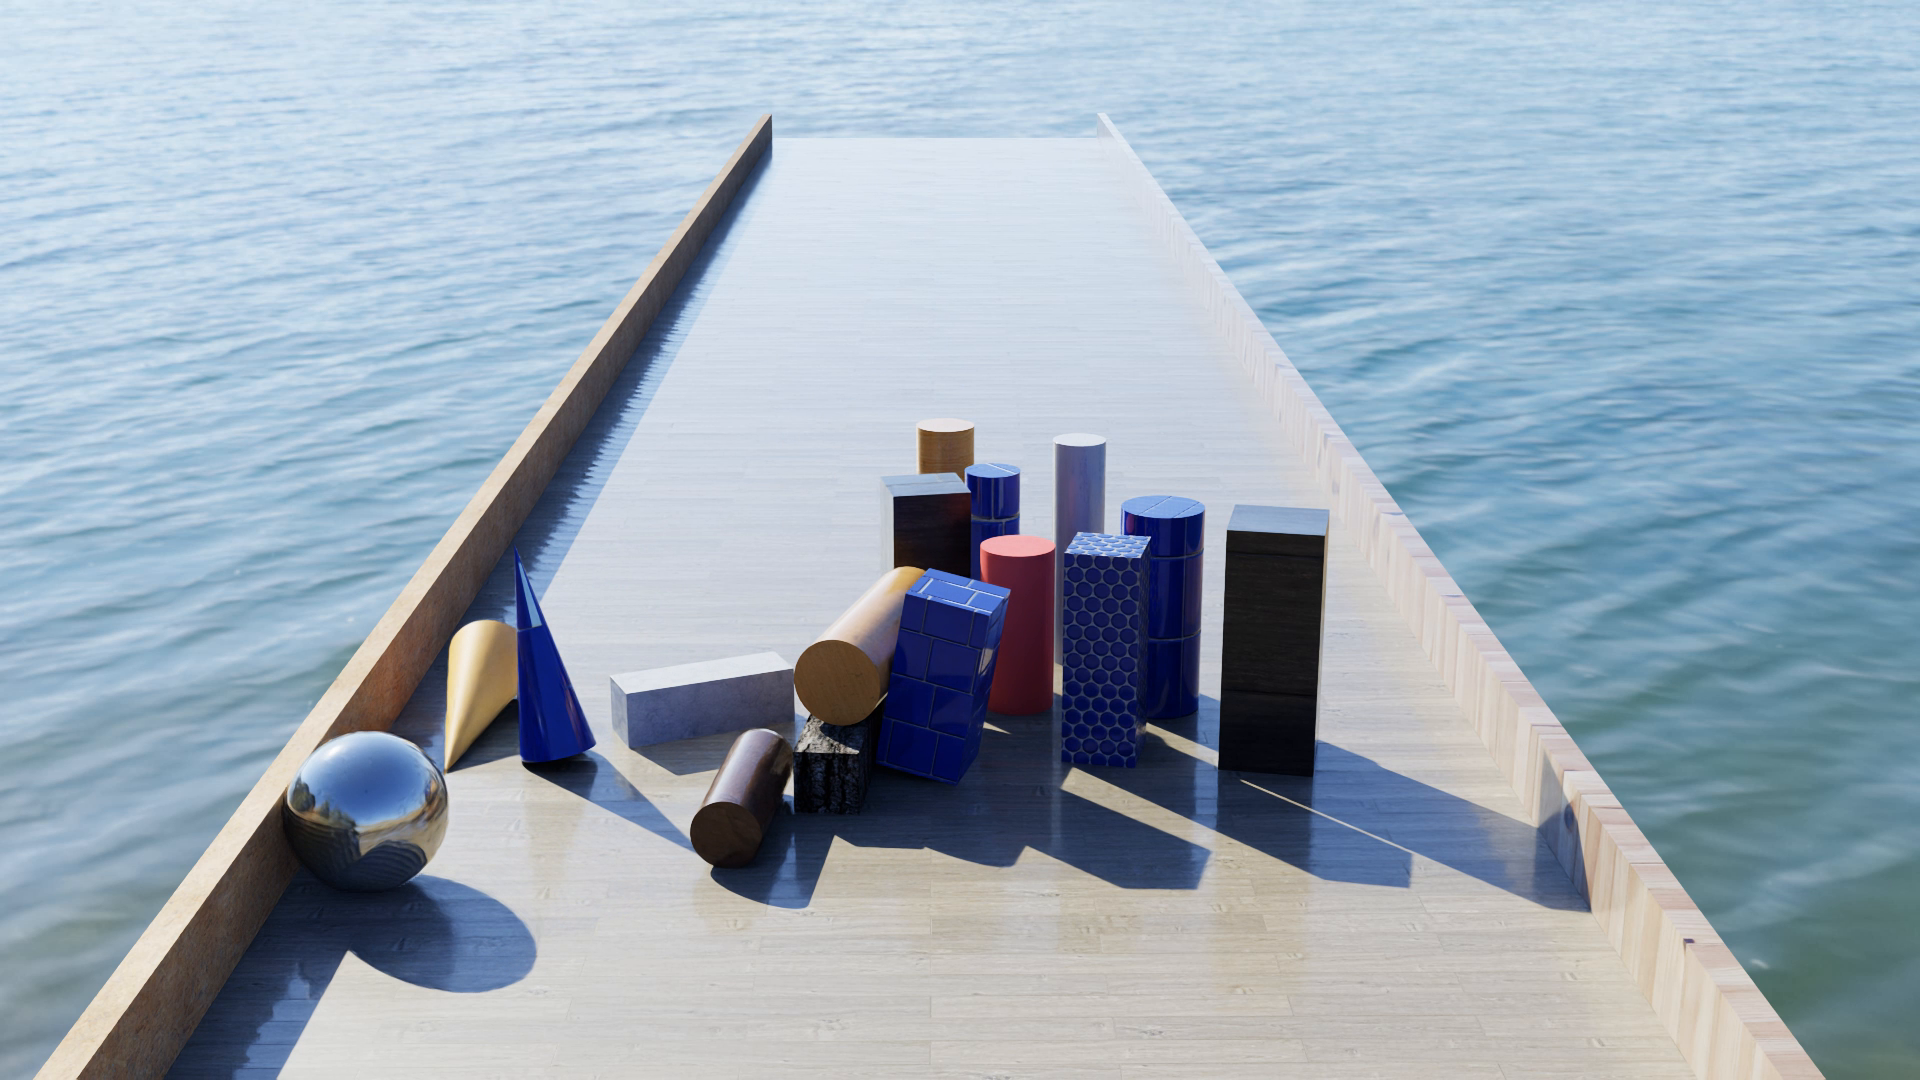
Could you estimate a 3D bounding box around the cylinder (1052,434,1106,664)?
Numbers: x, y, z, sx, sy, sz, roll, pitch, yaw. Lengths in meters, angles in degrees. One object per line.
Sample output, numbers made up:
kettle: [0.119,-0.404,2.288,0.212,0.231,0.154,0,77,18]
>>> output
cylinder: [0.234,0.021,4.363,0.105,0.453,0.105,0,17,0]

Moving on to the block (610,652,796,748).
block: [-0.474,0.293,4.060,0.320,0.104,0.104,-7,18,-24]

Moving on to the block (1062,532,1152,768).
block: [0.259,0.194,3.895,0.132,0.387,0.132,4,17,13]

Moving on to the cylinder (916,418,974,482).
cylinder: [-0.032,-0.085,4.895,0.129,0.352,0.129,0,17,0]

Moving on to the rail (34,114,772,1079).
rail: [-1.118,-0.838,7.780,0.050,0.150,12.000,0,17,-1]

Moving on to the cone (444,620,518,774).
cone: [-0.896,0.317,4.016,0.166,0.166,0.390,1,29,2]

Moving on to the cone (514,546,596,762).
cone: [-0.748,0.191,3.883,0.137,0.379,0.137,-10,9,2]

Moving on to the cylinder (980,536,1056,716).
cylinder: [0.108,0.159,4.145,0.140,0.311,0.140,0,17,0]

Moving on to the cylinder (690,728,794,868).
cylinder: [-0.353,0.420,3.611,0.115,0.115,0.312,2,17,5]

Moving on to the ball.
ball: [-0.912,0.418,3.389,0.247,0.247,0.247,0,17,0]

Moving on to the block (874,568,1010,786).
block: [-0.030,0.237,3.829,0.149,0.320,0.149,15,19,11]

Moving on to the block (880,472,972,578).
block: [-0.068,0.072,4.327,0.152,0.376,0.152,-3,17,-11]

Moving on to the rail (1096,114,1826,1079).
rail: [0.932,-0.844,7.801,0.050,0.150,12.000,0,17,-1]

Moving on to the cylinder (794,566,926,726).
cylinder: [-0.152,0.184,3.950,0.156,0.156,0.434,5,17,15]

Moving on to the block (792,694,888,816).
block: [-0.205,0.352,3.852,0.110,0.110,0.385,2,17,5]

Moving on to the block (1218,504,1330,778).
block: [0.552,0.175,3.867,0.166,0.439,0.166,3,17,11]

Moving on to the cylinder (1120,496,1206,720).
cylinder: [0.375,0.126,4.115,0.155,0.392,0.155,0,17,0]

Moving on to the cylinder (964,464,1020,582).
cylinder: [0.068,0.009,4.629,0.117,0.323,0.117,0,17,0]
